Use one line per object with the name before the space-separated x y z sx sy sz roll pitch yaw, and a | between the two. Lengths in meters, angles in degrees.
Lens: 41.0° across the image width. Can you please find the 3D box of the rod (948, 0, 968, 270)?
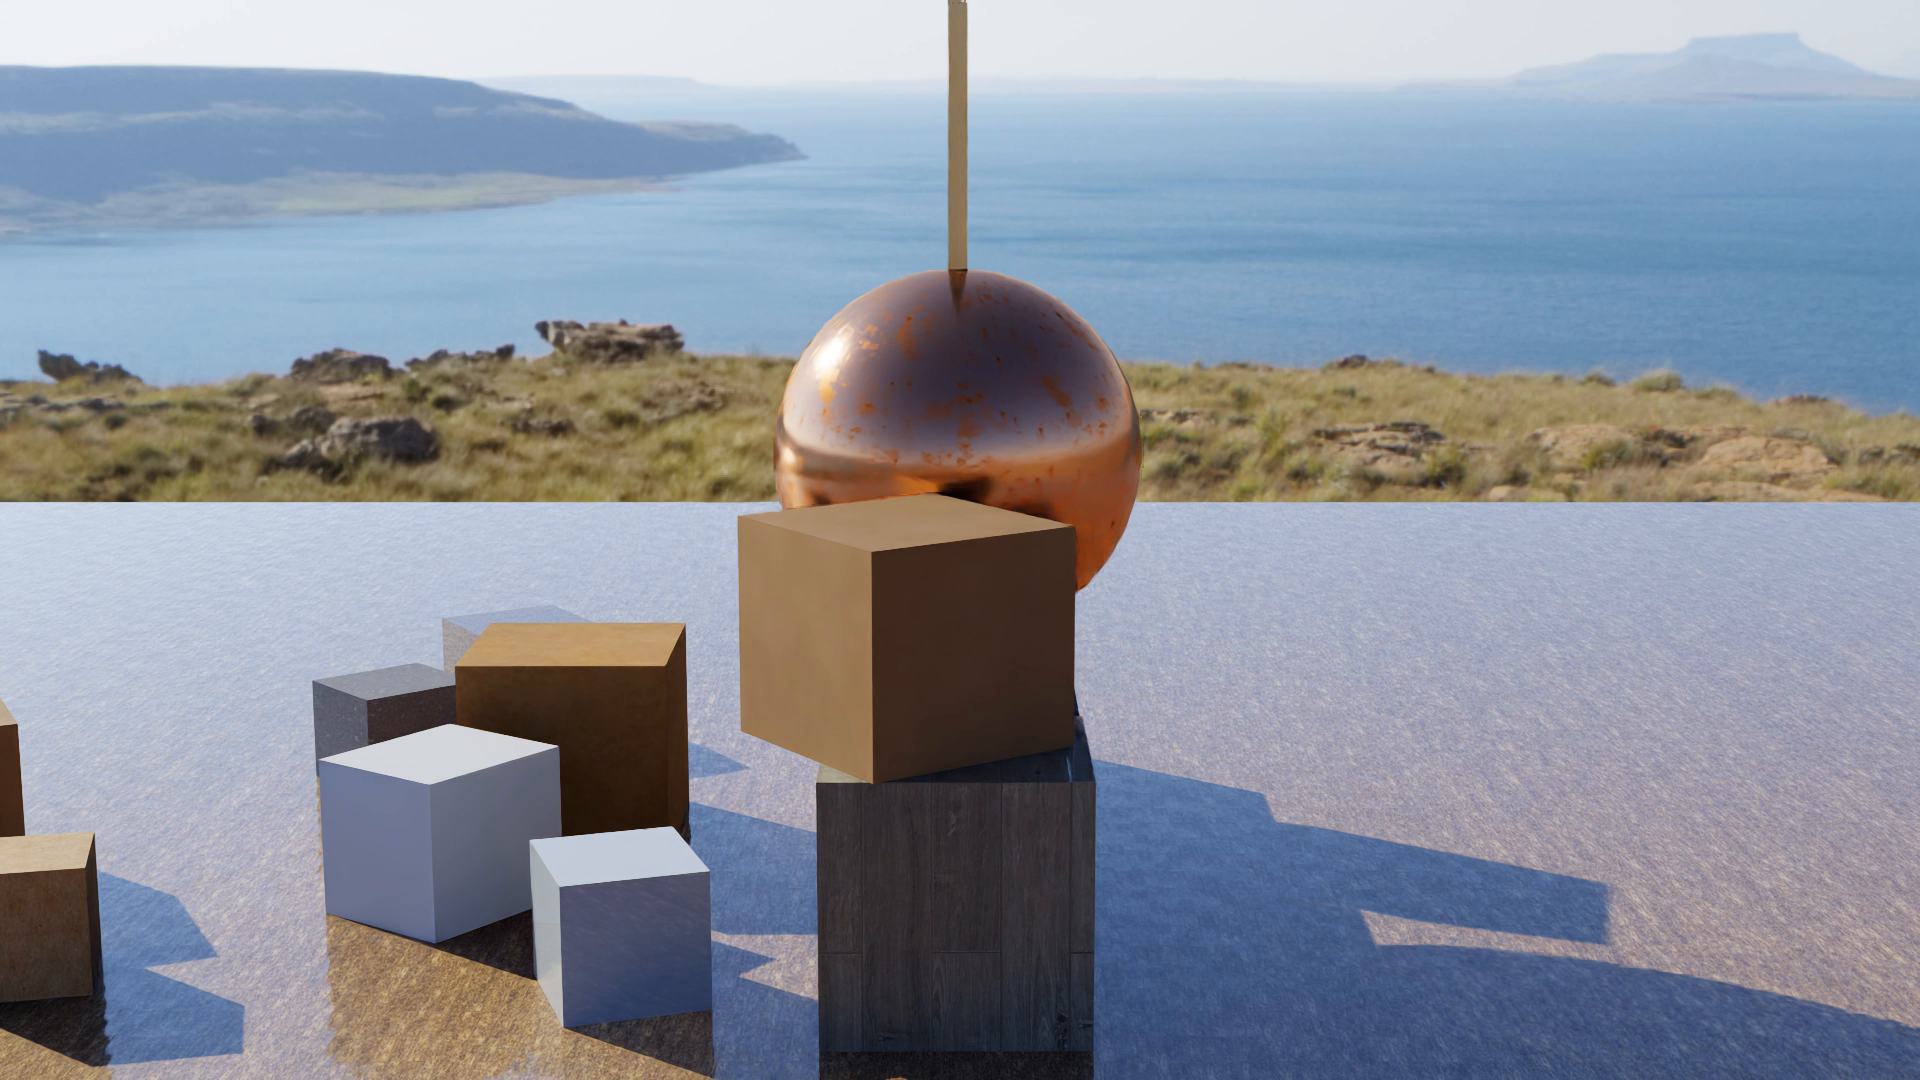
rod | -0.005 -3.719 10.504 0.080 5.200 0.080 0 10 0

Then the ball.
ball | -0.012 -0.374 11.112 1.600 1.600 1.600 0 10 0

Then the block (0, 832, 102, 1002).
block | -3.662 1.473 10.035 0.520 0.510 0.499 -3 11 -14

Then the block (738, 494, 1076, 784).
block | -0.207 0.341 9.682 0.906 0.841 0.920 -7 13 -35

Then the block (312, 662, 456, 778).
block | -2.848 0.953 12.933 0.600 0.498 0.558 -9 14 -41

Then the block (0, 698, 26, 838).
block | -4.612 1.121 11.327 0.785 0.741 0.867 -5 12 -27

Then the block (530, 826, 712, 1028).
block | -1.313 1.480 9.894 0.570 0.548 0.620 -4 11 -19

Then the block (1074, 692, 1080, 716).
block | 0.002 1.143 10.624 0.961 0.951 0.855 0 10 0

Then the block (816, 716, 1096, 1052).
block | -0.015 1.277 9.715 0.999 1.012 0.962 0 10 0

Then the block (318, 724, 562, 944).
block | -2.200 1.231 10.917 0.668 0.672 0.742 7 13 35

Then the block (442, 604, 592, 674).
block | -2.371 0.732 13.838 0.644 0.609 0.572 -7 12 -32

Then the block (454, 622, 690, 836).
block | -1.791 0.921 12.005 0.940 0.893 0.918 0 10 0
